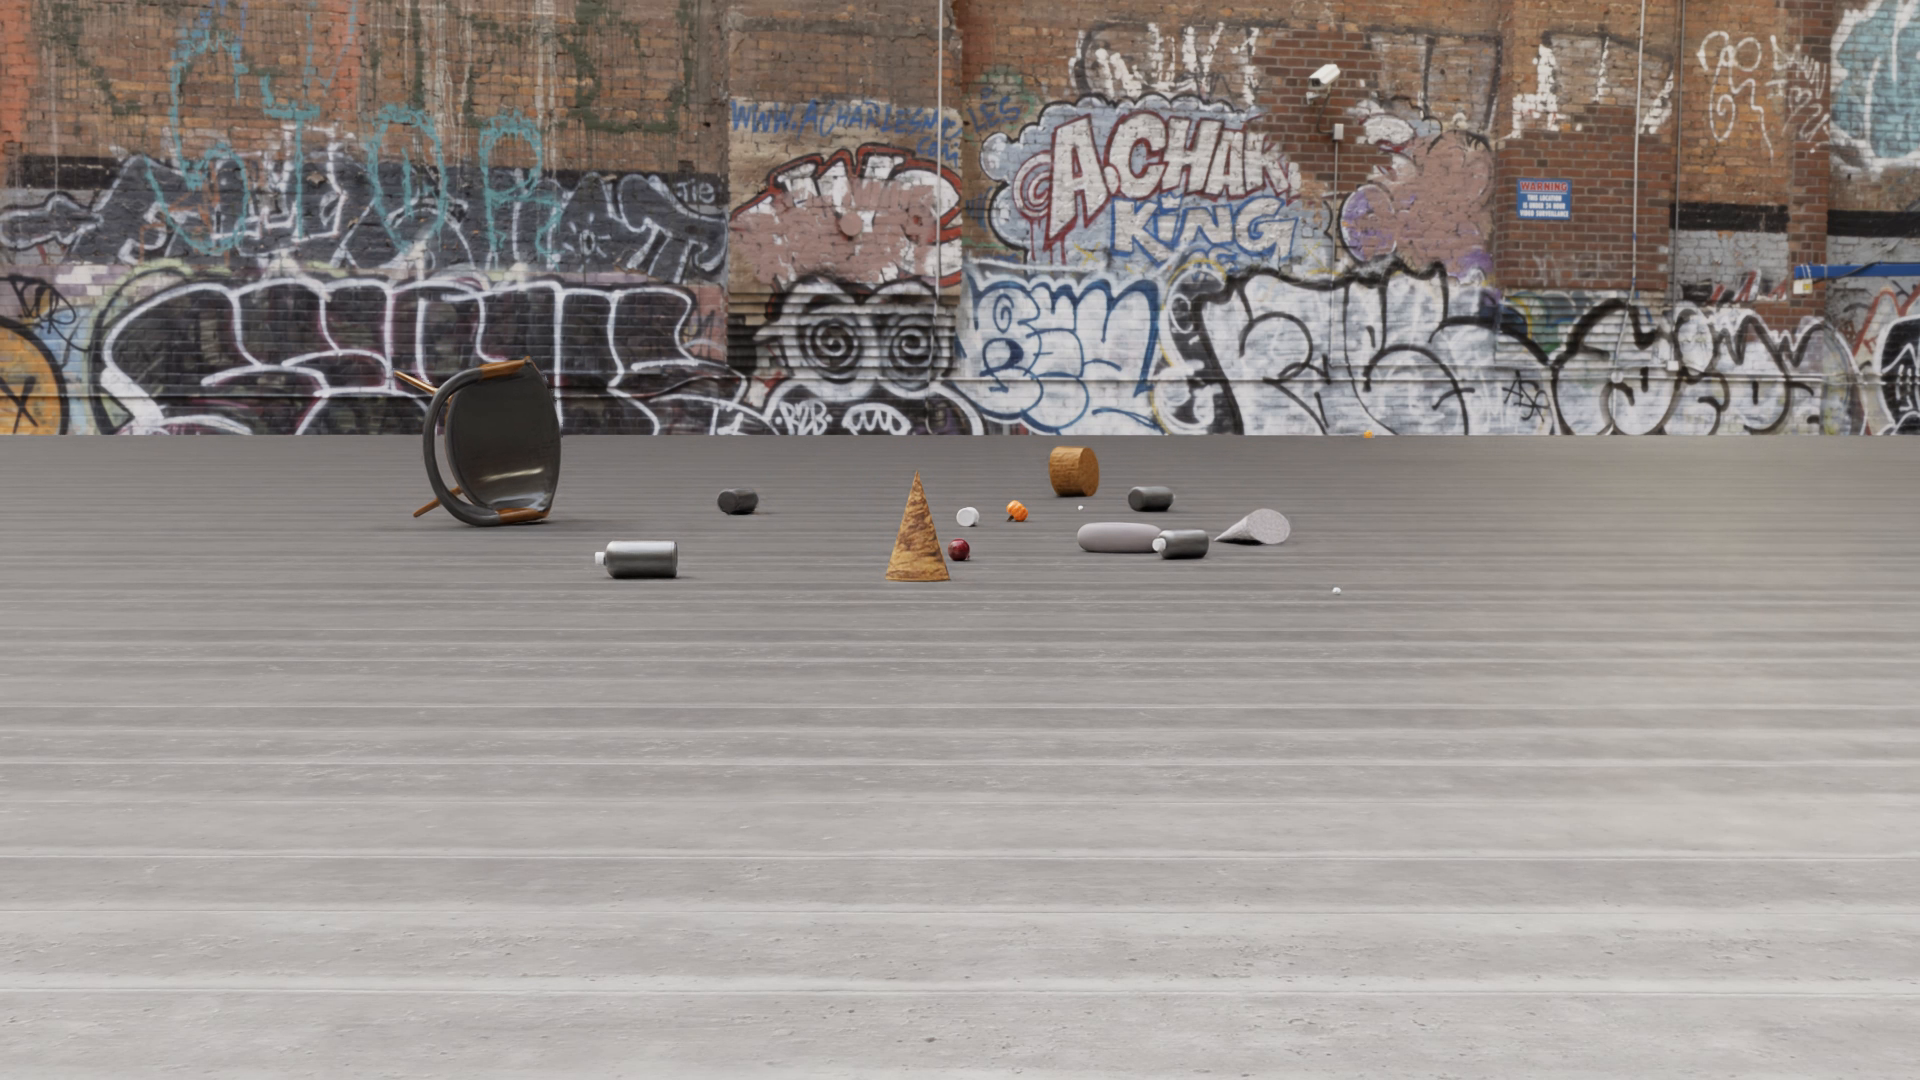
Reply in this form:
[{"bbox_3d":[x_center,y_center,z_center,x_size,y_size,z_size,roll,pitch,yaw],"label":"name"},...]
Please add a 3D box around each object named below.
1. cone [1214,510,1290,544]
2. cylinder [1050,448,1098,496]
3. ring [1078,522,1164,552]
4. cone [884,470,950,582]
[{"bbox_3d":[0.821,-0.018,6.445,0.197,0.103,0.239,-16,-11,39],"label":"cone"},{"bbox_3d":[0.479,-0.286,9.218,0.139,0.213,0.169,3,30,33],"label":"cylinder"},{"bbox_3d":[0.442,-0.005,6.070,0.241,0.078,0.125,2,6,10],"label":"ring"},{"bbox_3d":[-0.101,-0.037,5.176,0.161,0.261,0.129,2,4,22],"label":"cone"}]
